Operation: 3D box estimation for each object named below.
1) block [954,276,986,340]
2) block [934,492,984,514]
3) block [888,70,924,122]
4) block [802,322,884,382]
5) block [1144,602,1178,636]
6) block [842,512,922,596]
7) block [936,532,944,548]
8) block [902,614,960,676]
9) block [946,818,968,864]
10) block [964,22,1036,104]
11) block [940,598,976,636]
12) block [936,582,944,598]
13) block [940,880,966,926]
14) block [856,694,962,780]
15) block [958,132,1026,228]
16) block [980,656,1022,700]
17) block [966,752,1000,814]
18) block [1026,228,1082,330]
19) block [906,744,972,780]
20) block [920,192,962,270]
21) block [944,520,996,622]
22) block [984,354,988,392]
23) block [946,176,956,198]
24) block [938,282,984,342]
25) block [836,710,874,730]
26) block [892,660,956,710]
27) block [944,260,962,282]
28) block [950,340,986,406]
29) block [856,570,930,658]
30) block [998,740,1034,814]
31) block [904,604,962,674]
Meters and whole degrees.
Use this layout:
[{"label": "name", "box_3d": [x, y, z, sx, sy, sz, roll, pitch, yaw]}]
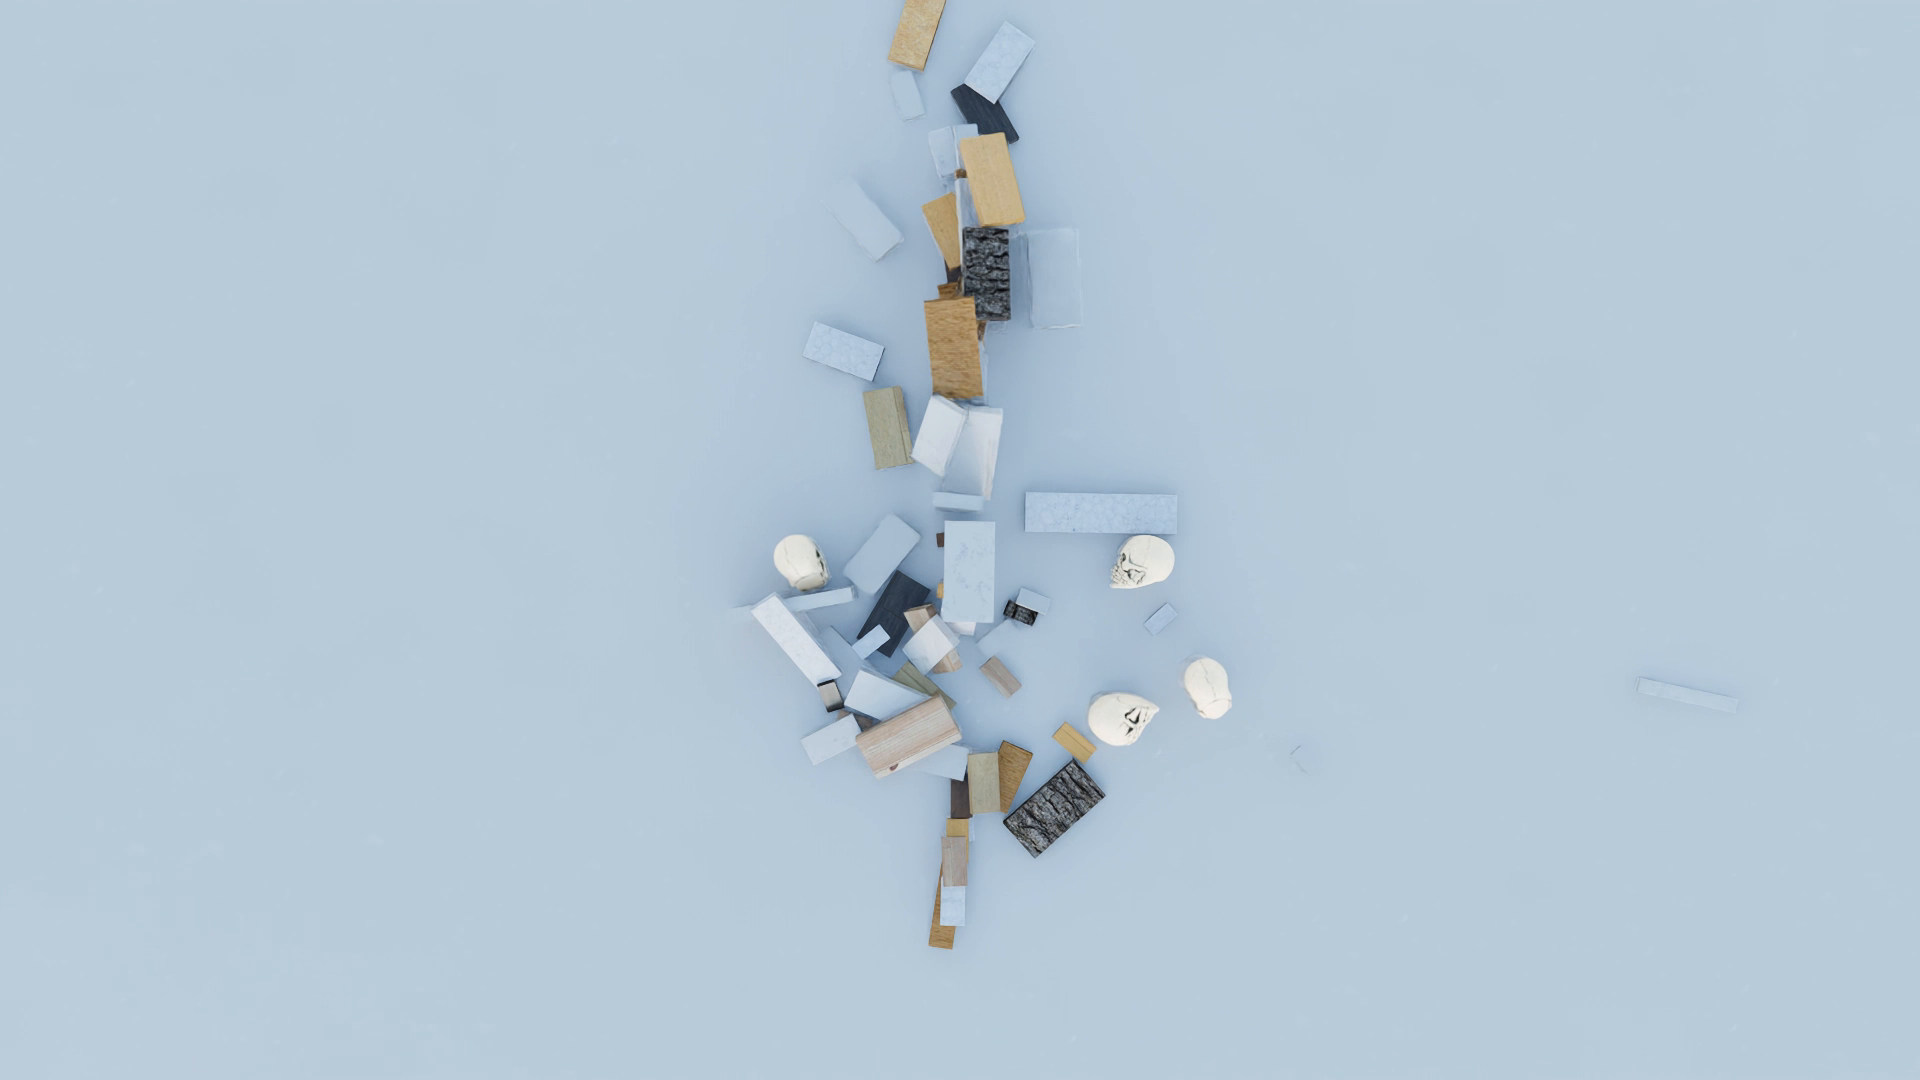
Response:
[{"label": "block", "box_3d": [0.030, -0.733, 5.380, 0.117, 0.033, 0.233, 12, 81, -7]}, {"label": "block", "box_3d": [-0.004, -0.120, 5.343, 0.157, 0.314, 0.044, 6, 89, 0]}, {"label": "block", "box_3d": [-0.177, -1.478, 5.489, 0.076, 0.022, 0.152, -18, 90, 0]}, {"label": "block", "box_3d": [-0.386, -0.625, 5.483, 0.246, 0.035, 0.123, 20, 90, 0]}, {"label": "block", "box_3d": [0.668, 0.264, 5.492, 0.107, 0.015, 0.054, -42, 90, 0]}, {"label": "block", "box_3d": [-0.260, 0.048, 5.482, 0.130, 0.037, 0.260, 39, 90, 0]}, {"label": "block", "box_3d": [0.005, -0.007, 5.343, 0.157, 0.314, 0.044, -7, 90, 0]}, {"label": "block", "box_3d": [-0.097, 0.345, 5.392, 0.033, 0.234, 0.117, -35, 82, -39]}, {"label": "block", "box_3d": [-0.008, 0.997, 5.467, 0.073, 0.021, 0.147, 0, 89, 0]}, {"label": "block", "box_3d": [0.132, -1.581, 5.459, 0.123, 0.035, 0.247, 34, 81, -4]}, {"label": "block", "box_3d": [-0.005, 0.252, 5.385, 0.117, 0.234, 0.033, 8, 68, 0]}, {"label": "block", "box_3d": [0.006, 0.175, 5.342, 0.157, 0.314, 0.044, 8, 87, 0]}, {"label": "block", "box_3d": [-0.023, 1.195, 5.466, 0.081, 0.023, 0.161, 1, 90, 0]}, {"label": "block", "box_3d": [-0.168, 0.647, 5.422, 0.315, 0.045, 0.158, -27, 102, 7]}, {"label": "block", "box_3d": [0.105, -1.167, 5.350, 0.146, 0.041, 0.292, -13, 87, -18]}, {"label": "block", "box_3d": [0.135, 0.457, 5.490, 0.069, 0.020, 0.138, -42, 90, 0]}, {"label": "block", "box_3d": [0.079, 0.801, 5.440, 0.098, 0.028, 0.195, -3, 90, -19]}, {"label": "block", "box_3d": [0.313, -0.867, 5.477, 0.160, 0.045, 0.320, -4, 90, 0]}, {"label": "block", "box_3d": [-0.081, 0.719, 5.470, 0.217, 0.031, 0.108, 13, 90, 8]}, {"label": "block", "box_3d": [-0.029, -1.014, 5.417, 0.114, 0.032, 0.228, -25, 89, 0]}, {"label": "block", "box_3d": [0.029, 0.099, 5.163, 0.157, 0.044, 0.314, 1, 90, 0]}, {"label": "block", "box_3d": [0.007, -0.452, 5.426, 0.157, 0.044, 0.314, 1, 109, -2]}, {"label": "block", "box_3d": [0.000, -1.148, 5.467, 0.077, 0.022, 0.155, -9, 90, 0]}, {"label": "block", "box_3d": [0.004, -0.740, 5.455, 0.114, 0.032, 0.228, -12, 105, 0]}, {"label": "block", "box_3d": [-0.353, 0.609, 5.492, 0.118, 0.017, 0.059, 18, 90, 0]}, {"label": "block", "box_3d": [-0.128, 0.513, 5.485, 0.217, 0.031, 0.108, 41, 90, 0]}, {"label": "block", "box_3d": [0.005, -0.927, 5.460, 0.114, 0.032, 0.228, -8, 95, 1]}, {"label": "block", "box_3d": [0.002, -0.490, 5.366, 0.157, 0.044, 0.314, -3, 109, 0]}, {"label": "block", "box_3d": [-0.221, 0.245, 5.481, 0.131, 0.037, 0.263, 31, 90, 0]}, {"label": "block", "box_3d": [0.150, 0.788, 5.485, 0.108, 0.031, 0.217, 24, 90, 0]}, {"label": "block", "box_3d": [-0.088, 0.327, 5.424, 0.033, 0.117, 0.234, -35, 104, -39]}]
